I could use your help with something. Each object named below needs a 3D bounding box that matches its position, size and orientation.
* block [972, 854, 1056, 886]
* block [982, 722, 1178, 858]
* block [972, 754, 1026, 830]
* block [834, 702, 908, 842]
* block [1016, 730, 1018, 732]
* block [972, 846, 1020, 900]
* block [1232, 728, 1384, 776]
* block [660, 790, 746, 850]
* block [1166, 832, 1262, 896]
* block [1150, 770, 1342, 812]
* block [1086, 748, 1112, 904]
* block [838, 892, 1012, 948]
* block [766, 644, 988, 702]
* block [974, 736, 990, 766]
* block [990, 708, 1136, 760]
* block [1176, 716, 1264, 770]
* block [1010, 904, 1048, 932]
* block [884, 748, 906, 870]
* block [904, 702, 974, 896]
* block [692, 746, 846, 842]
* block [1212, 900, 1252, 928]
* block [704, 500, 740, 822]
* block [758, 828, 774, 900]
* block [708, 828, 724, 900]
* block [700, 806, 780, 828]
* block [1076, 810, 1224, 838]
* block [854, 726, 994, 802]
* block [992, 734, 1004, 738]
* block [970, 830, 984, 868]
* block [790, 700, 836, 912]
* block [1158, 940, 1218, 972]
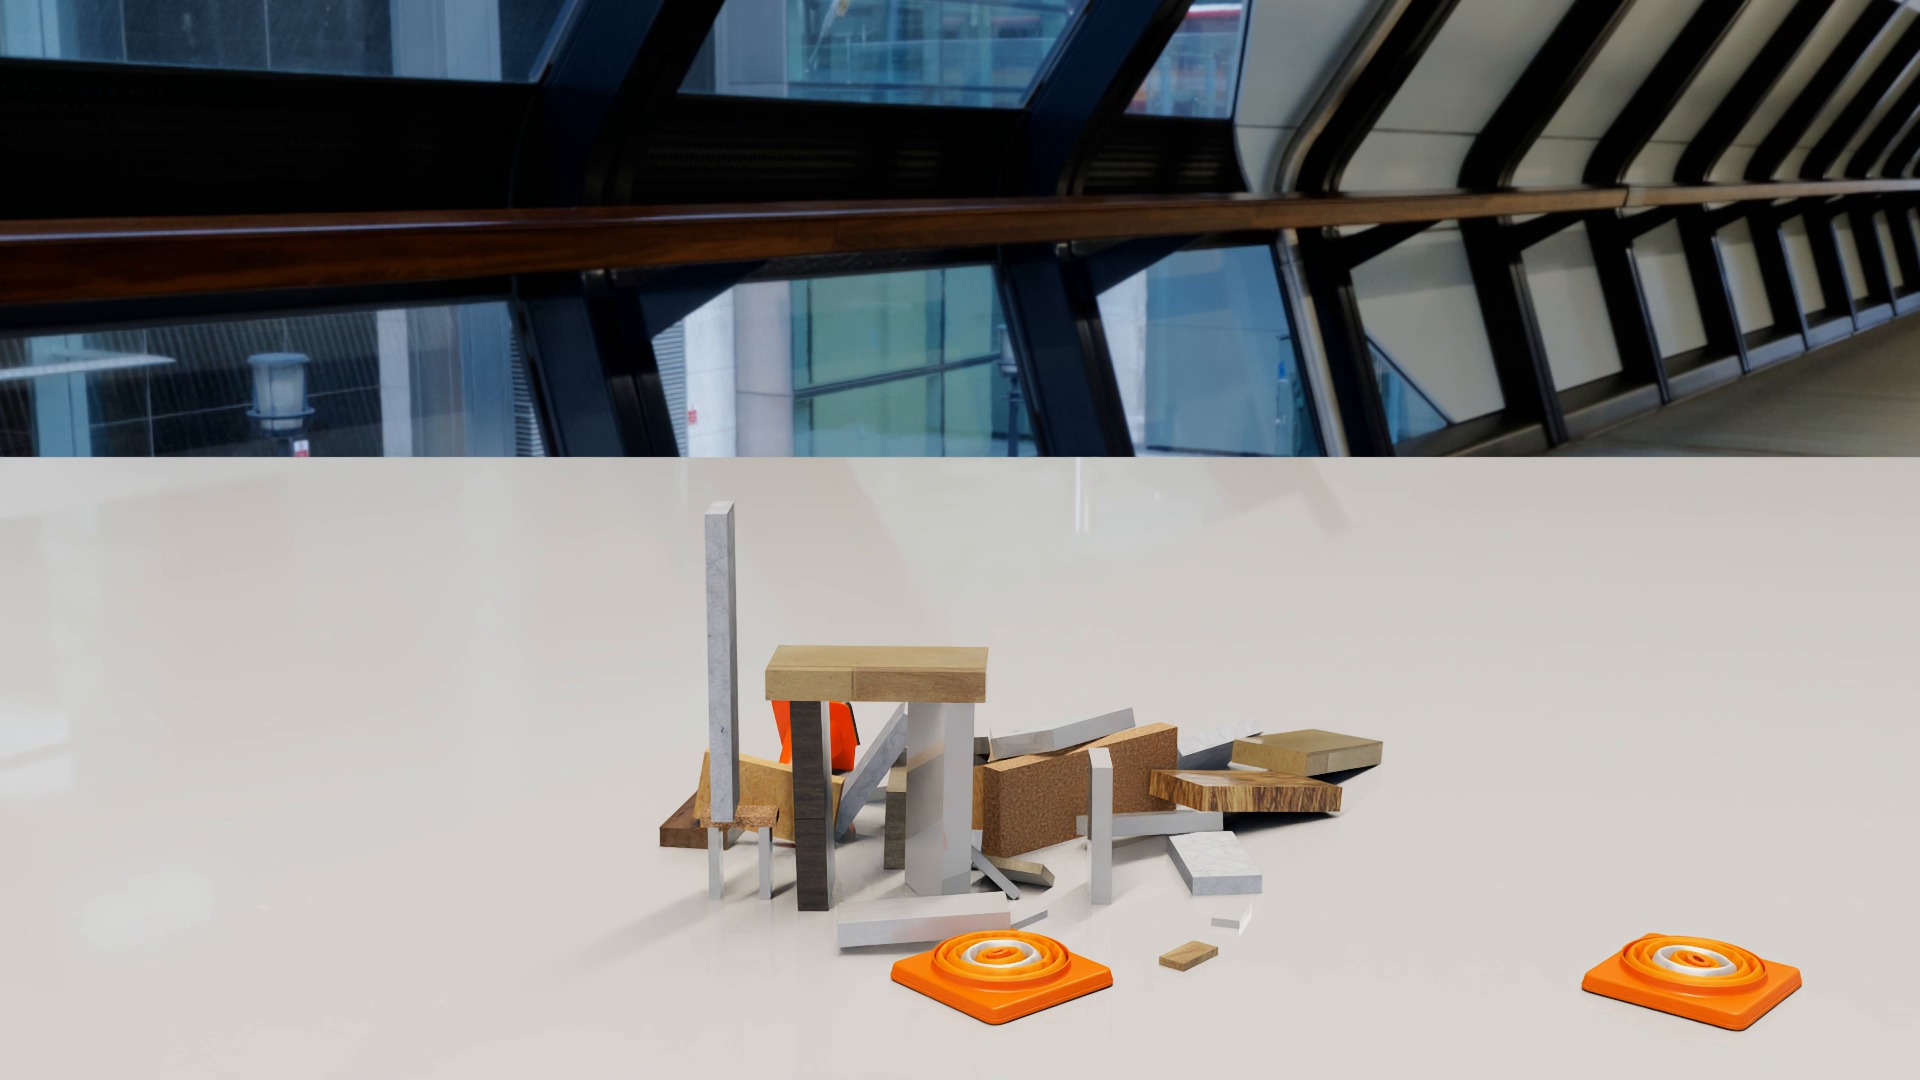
[{"bbox_3d":[0.090,0.556,3.708,0.127,0.018,0.063,5,-25,26],"label":"block"},{"bbox_3d":[0.223,0.450,3.983,0.444,0.161,0.046,-9,14,-40],"label":"block"},{"bbox_3d":[0.072,0.466,3.943,0.276,0.138,0.039,-10,-1,-44],"label":"block"},{"bbox_3d":[-0.158,0.411,3.975,0.038,0.266,0.133,34,9,-5],"label":"block"},{"bbox_3d":[0.136,0.436,4.400,0.126,0.036,0.253,3,11,18],"label":"block"},{"bbox_3d":[0.044,0.541,3.647,0.018,0.127,0.063,-46,19,-4],"label":"block"},{"bbox_3d":[0.688,0.418,4.340,0.161,0.046,0.321,8,4,37],"label":"block"},{"bbox_3d":[-0.450,0.507,4.018,0.125,0.035,0.250,2,11,10],"label":"block"},{"bbox_3d":[0.434,0.554,3.774,0.117,0.033,0.234,-1,11,-5],"label":"block"},{"bbox_3d":[0.529,0.463,4.063,0.321,0.046,0.161,4,3,-31],"label":"block"},{"bbox_3d":[0.232,0.474,3.652,0.033,0.234,0.117,0,11,0],"label":"block"},{"bbox_3d":[-0.057,0.595,3.458,0.266,0.038,0.133,-4,5,-2],"label":"block"},{"bbox_3d":[-0.132,0.218,3.598,0.353,0.050,0.176,0,11,2],"label":"block"},{"bbox_3d":[-0.020,0.431,4.030,0.117,0.033,0.235,-2,-31,-10],"label":"block"},{"bbox_3d":[0.192,0.354,4.037,0.133,0.038,0.287,-12,-3,34],"label":"block"},{"bbox_3d":[0.470,0.416,4.293,0.253,0.036,0.126,-10,-29,-44],"label":"block"},{"bbox_3d":[0.095,0.608,3.539,0.046,0.013,0.092,9,14,40],"label":"block"},{"bbox_3d":[-0.106,0.474,3.913,0.039,0.138,0.276,2,11,1],"label":"block"},{"bbox_3d":[-0.035,0.419,3.620,0.050,0.353,0.176,-3,11,-21],"label":"block"},{"bbox_3d":[-0.340,0.458,3.907,0.250,0.125,0.035,13,12,5],"label":"block"},{"bbox_3d":[0.439,0.604,3.556,0.046,0.013,0.092,4,11,19],"label":"block"},{"bbox_3d":[-0.388,0.198,3.601,0.035,0.510,0.125,0,11,0],"label":"block"},{"bbox_3d":[-0.323,0.528,3.658,0.018,0.125,0.063,0,11,0],"label":"block"},{"bbox_3d":[-0.406,0.528,3.658,0.018,0.125,0.063,0,11,0],"label":"block"},{"bbox_3d":[-0.365,0.458,3.645,0.125,0.018,0.063,0,11,0],"label":"block"},{"bbox_3d":[0.337,0.503,3.908,0.234,0.033,0.117,1,-5,-29],"label":"block"},{"bbox_3d":[-0.070,0.426,4.176,0.265,0.033,0.117,-9,40,10],"label":"block"},{"bbox_3d":[0.037,0.429,4.269,0.276,0.039,0.138,0,28,20],"label":"block"},{"bbox_3d":[-0.026,0.533,3.811,0.127,0.063,0.018,1,-31,7],"label":"block"},{"bbox_3d":[-0.243,0.415,3.640,0.050,0.353,0.176,-1,11,1],"label":"block"},{"bbox_3d":[0.351,0.638,3.375,0.046,0.013,0.092,9,14,40],"label":"block"}]
